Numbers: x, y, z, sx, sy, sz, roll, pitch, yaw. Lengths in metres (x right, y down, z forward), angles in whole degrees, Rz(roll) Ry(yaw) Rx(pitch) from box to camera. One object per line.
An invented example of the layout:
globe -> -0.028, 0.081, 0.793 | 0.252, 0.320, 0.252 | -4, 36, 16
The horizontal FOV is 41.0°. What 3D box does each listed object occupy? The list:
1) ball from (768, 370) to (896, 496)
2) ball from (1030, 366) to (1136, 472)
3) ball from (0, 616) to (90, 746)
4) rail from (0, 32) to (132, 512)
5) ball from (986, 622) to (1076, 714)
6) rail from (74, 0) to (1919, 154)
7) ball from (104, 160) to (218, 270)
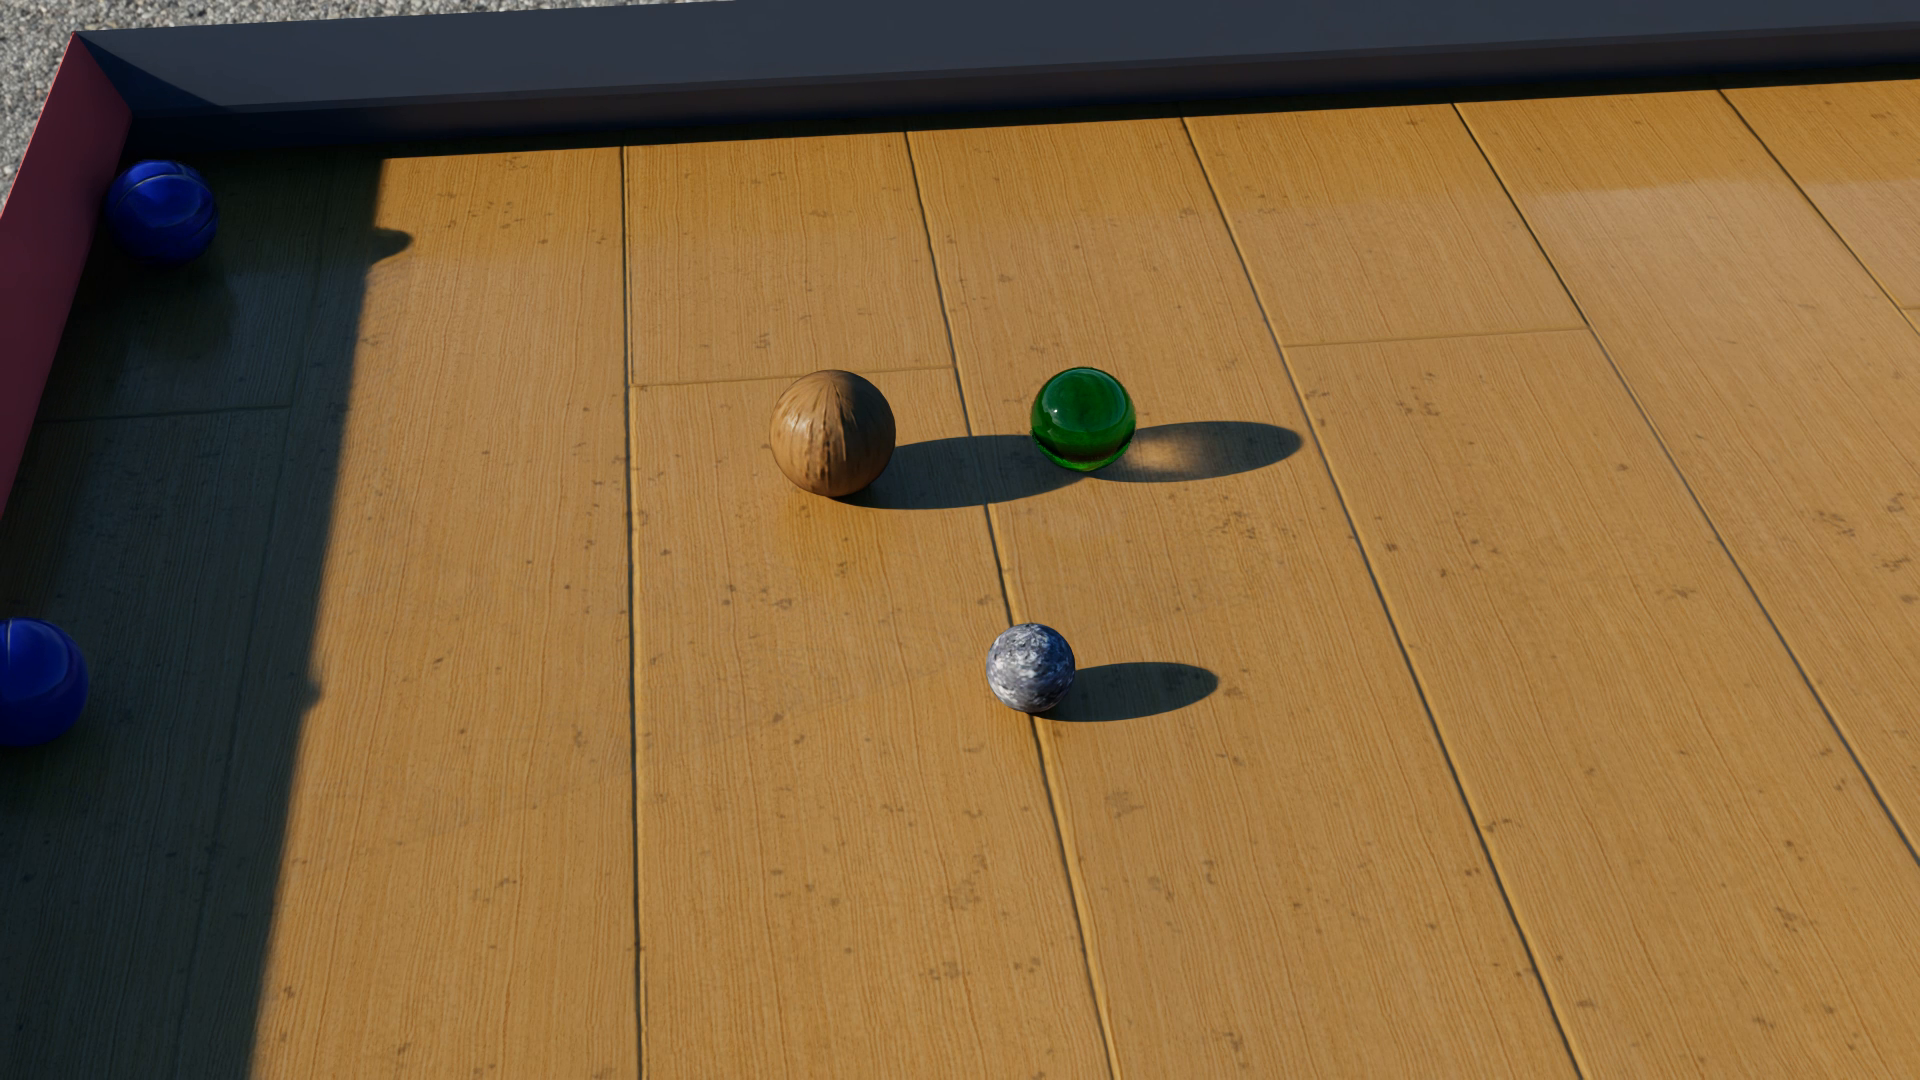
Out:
ball -> -0.090, -0.075, 1.804 | 0.090, 0.090, 0.090 | 0, 36, 0
ball -> 0.088, -0.086, 1.832 | 0.075, 0.075, 0.075 | 0, 36, 0
ball -> -0.580, 0.087, 1.584 | 0.080, 0.080, 0.080 | 0, 36, 0
rail -> -0.649, 0.027, 1.636 | 0.045, 0.116, 1.435 | -4, 36, -5
ball -> 0.044, 0.080, 1.614 | 0.057, 0.057, 0.057 | 0, 36, 0
rail -> 0.593, -0.462, 2.321 | 2.708, 0.116, 0.045 | -4, 36, -5
ball -> -0.643, -0.262, 2.066 | 0.088, 0.088, 0.088 | 0, 36, 0
